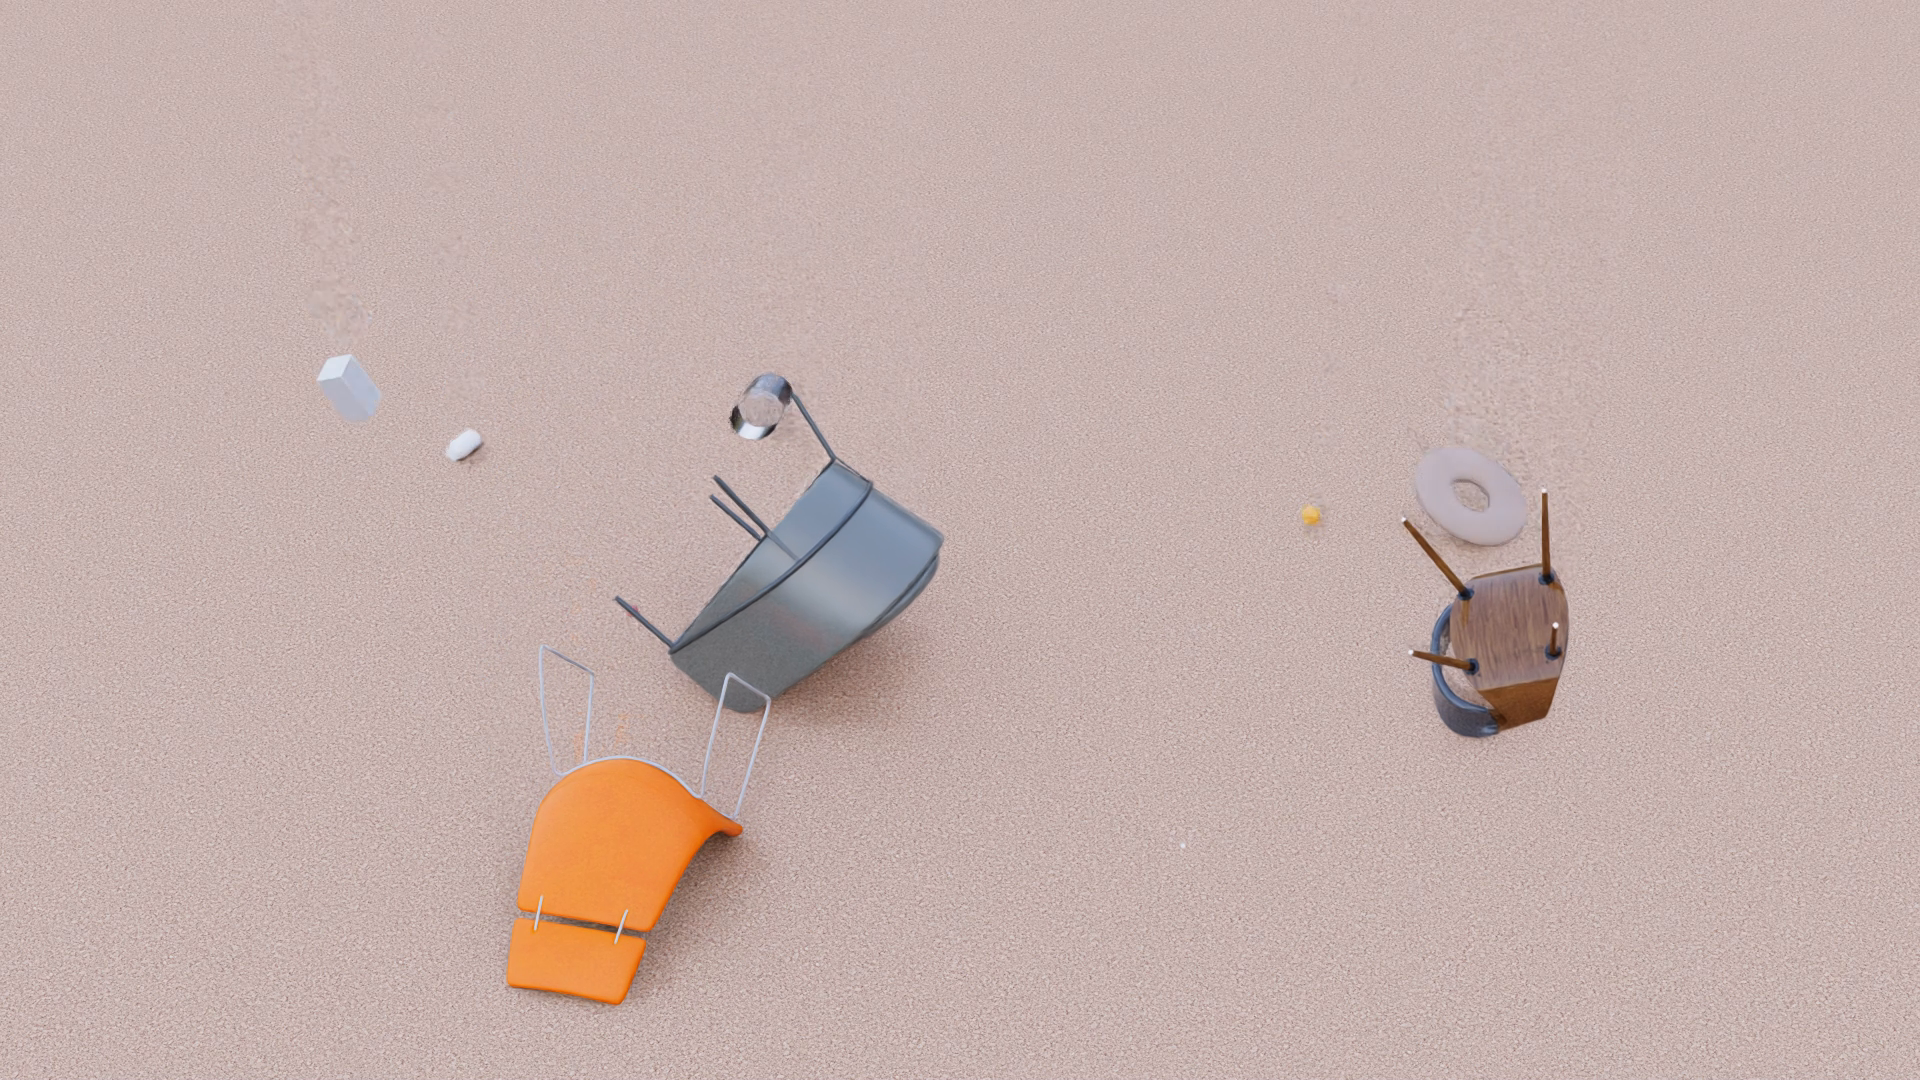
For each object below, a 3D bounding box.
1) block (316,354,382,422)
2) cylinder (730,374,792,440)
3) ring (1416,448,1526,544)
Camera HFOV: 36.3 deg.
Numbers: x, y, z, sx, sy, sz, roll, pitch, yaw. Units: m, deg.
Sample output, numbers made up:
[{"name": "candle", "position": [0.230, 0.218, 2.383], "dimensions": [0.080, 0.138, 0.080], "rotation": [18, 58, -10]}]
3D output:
[{"name": "block", "position": [-2.306, -0.573, 11.074], "dimensions": [0.114, 0.218, 0.124], "rotation": [-9, 43, 25]}, {"name": "cylinder", "position": [-0.781, -0.525, 11.554], "dimensions": [0.177, 0.226, 0.179], "rotation": [42, 35, -11]}, {"name": "ring", "position": [1.915, -0.165, 10.979], "dimensions": [0.466, 0.066, 0.436], "rotation": [19, 51, -11]}]
